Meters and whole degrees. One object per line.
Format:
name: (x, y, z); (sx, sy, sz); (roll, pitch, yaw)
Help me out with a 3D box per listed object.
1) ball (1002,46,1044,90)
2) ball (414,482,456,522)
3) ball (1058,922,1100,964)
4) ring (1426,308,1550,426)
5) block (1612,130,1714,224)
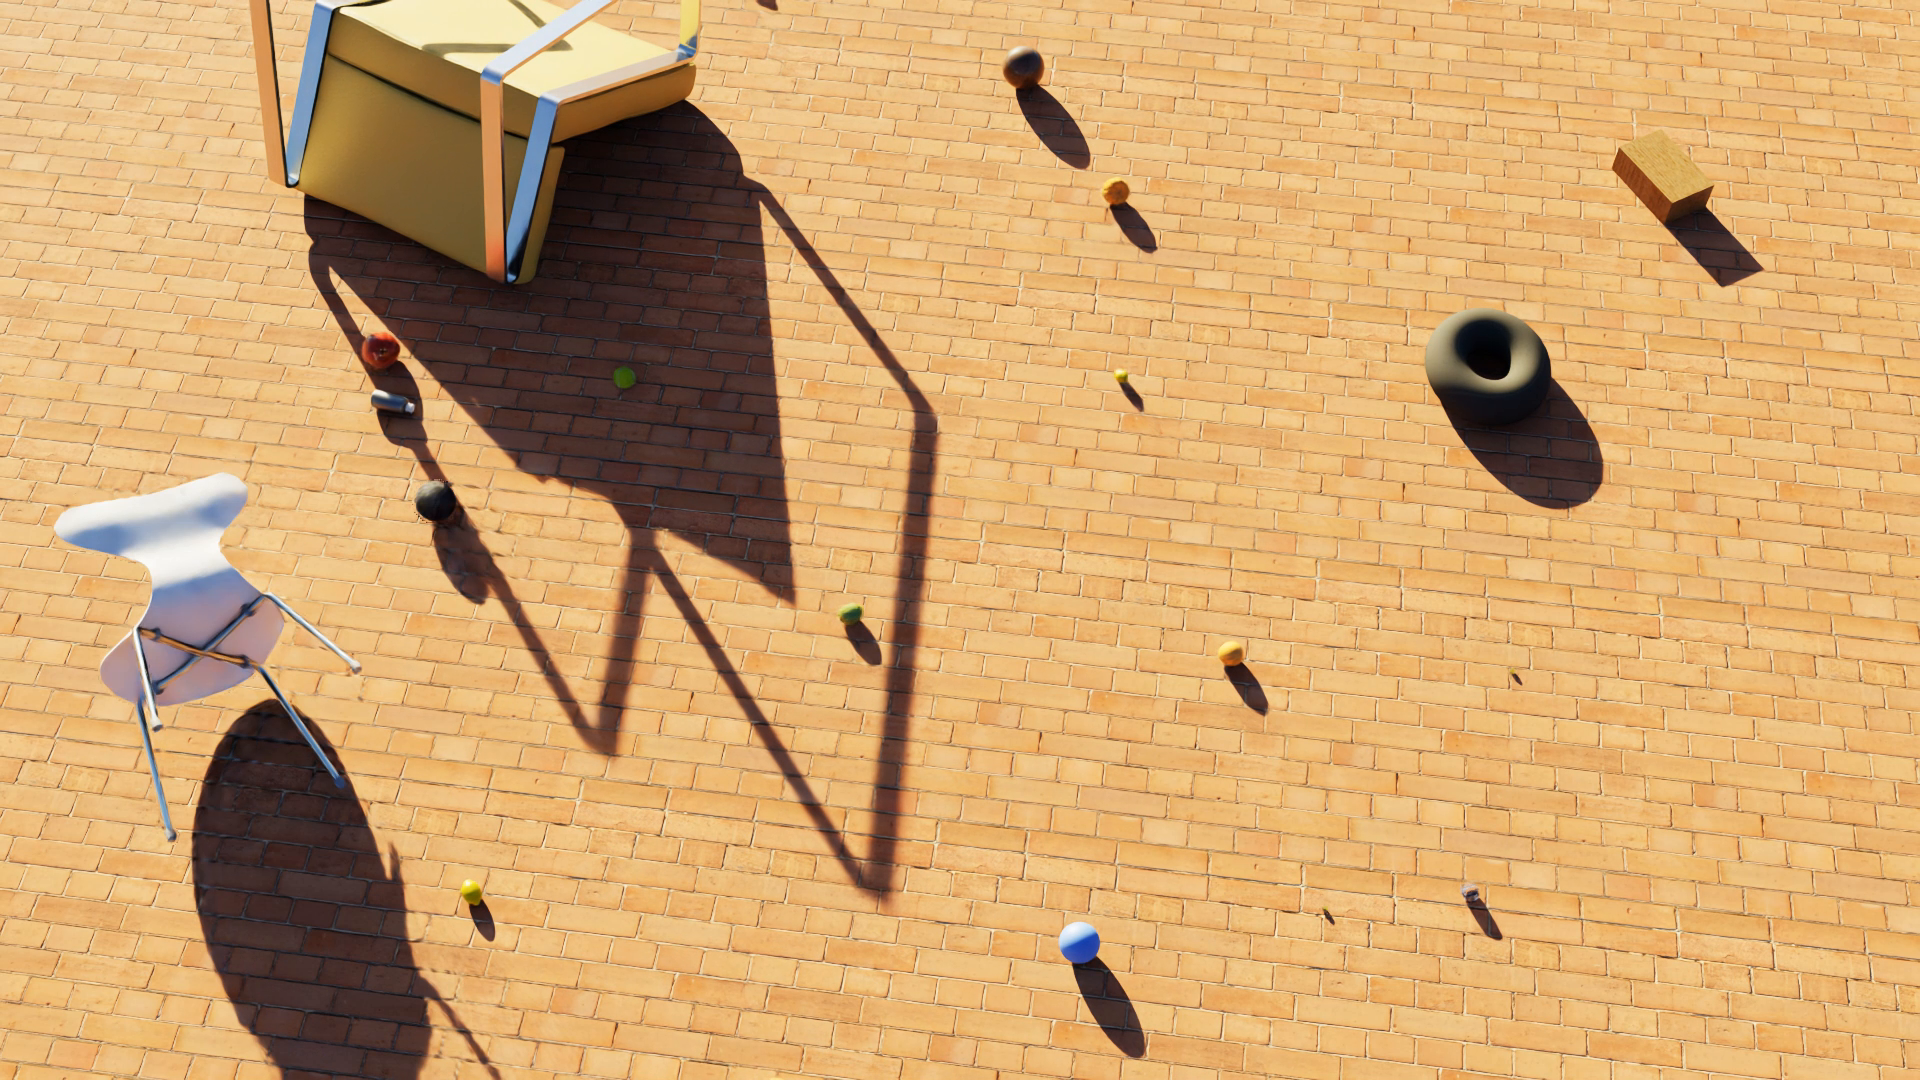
ball: (0.218, -1.629, 7.578); (0.149, 0.149, 0.149); (0, 56, 0)
ball: (-1.569, -0.116, 6.579); (0.120, 0.120, 0.120); (0, 56, 0)
ball: (0.315, 1.062, 5.796); (0.109, 0.109, 0.109); (0, 56, 0)
ring: (1.647, -0.543, 6.861); (0.391, 0.132, 0.431); (0, 57, -1)
block: (2.339, -1.211, 7.324); (0.175, 0.104, 0.284); (-24, 59, -15)
